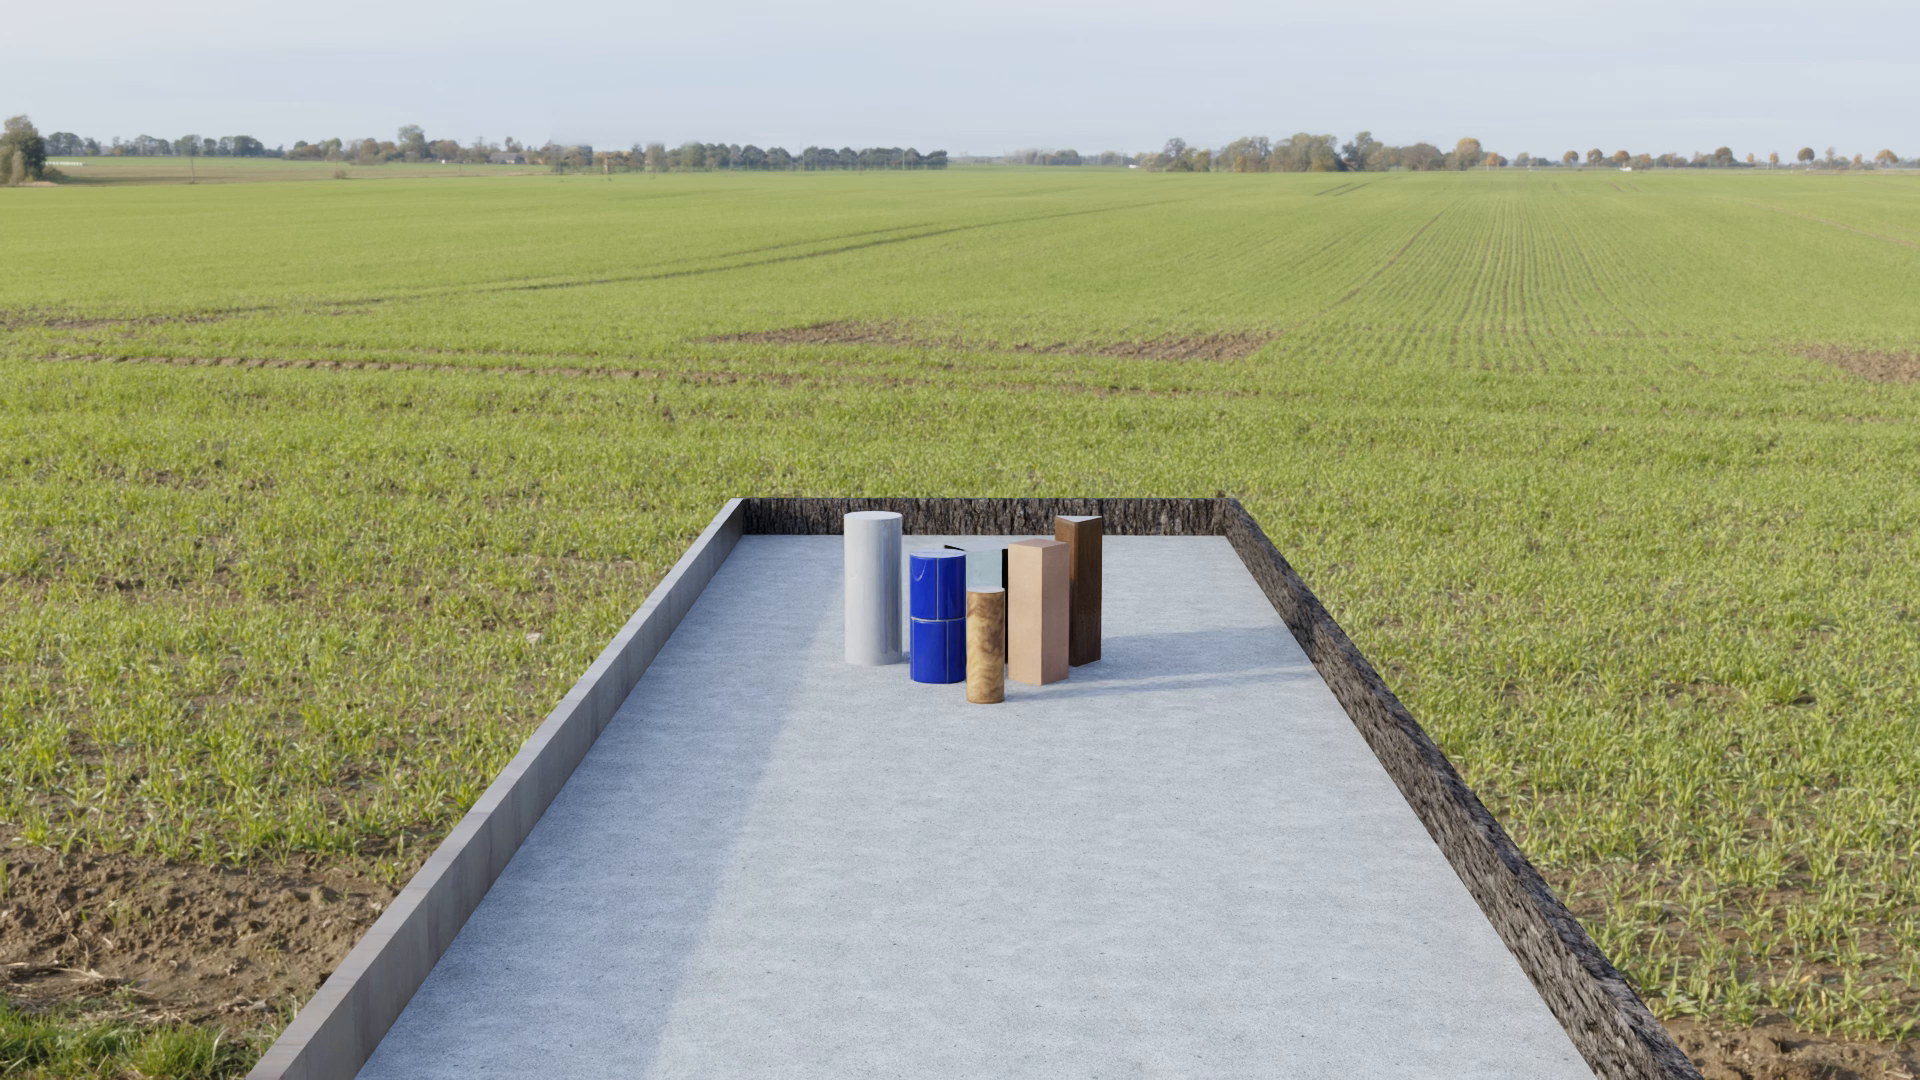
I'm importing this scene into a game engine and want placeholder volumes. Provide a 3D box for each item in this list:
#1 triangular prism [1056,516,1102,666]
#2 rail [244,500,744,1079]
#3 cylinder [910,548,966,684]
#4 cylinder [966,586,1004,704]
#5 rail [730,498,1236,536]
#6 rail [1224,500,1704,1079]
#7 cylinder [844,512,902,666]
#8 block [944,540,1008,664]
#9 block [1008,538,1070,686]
[{"bbox_3d":[0.339,0.149,6.662,0.122,0.440,0.141,7,11,36],"label":"triangular prism"},{"bbox_3d":[-1.004,0.839,3.234,0.050,0.150,12.000,0,9,1],"label":"rail"},{"bbox_3d":[-0.065,0.222,6.422,0.165,0.372,0.165,0,9,0],"label":"cylinder"},{"bbox_3d":[0.072,0.293,6.150,0.106,0.315,0.106,0,9,0],"label":"cylinder"},{"bbox_3d":[0.099,-0.098,9.147,2.100,0.150,0.050,0,9,1],"label":"rail"},{"bbox_3d":[1.046,0.843,3.208,0.050,0.150,12.000,0,9,1],"label":"rail"},{"bbox_3d":[-0.263,0.145,6.672,0.176,0.445,0.176,0,9,0],"label":"cylinder"},{"bbox_3d":[0.066,0.191,6.678,0.166,0.352,0.166,-6,11,-31],"label":"block"},{"bbox_3d":[0.229,0.208,6.410,0.126,0.403,0.126,8,12,41],"label":"block"}]
